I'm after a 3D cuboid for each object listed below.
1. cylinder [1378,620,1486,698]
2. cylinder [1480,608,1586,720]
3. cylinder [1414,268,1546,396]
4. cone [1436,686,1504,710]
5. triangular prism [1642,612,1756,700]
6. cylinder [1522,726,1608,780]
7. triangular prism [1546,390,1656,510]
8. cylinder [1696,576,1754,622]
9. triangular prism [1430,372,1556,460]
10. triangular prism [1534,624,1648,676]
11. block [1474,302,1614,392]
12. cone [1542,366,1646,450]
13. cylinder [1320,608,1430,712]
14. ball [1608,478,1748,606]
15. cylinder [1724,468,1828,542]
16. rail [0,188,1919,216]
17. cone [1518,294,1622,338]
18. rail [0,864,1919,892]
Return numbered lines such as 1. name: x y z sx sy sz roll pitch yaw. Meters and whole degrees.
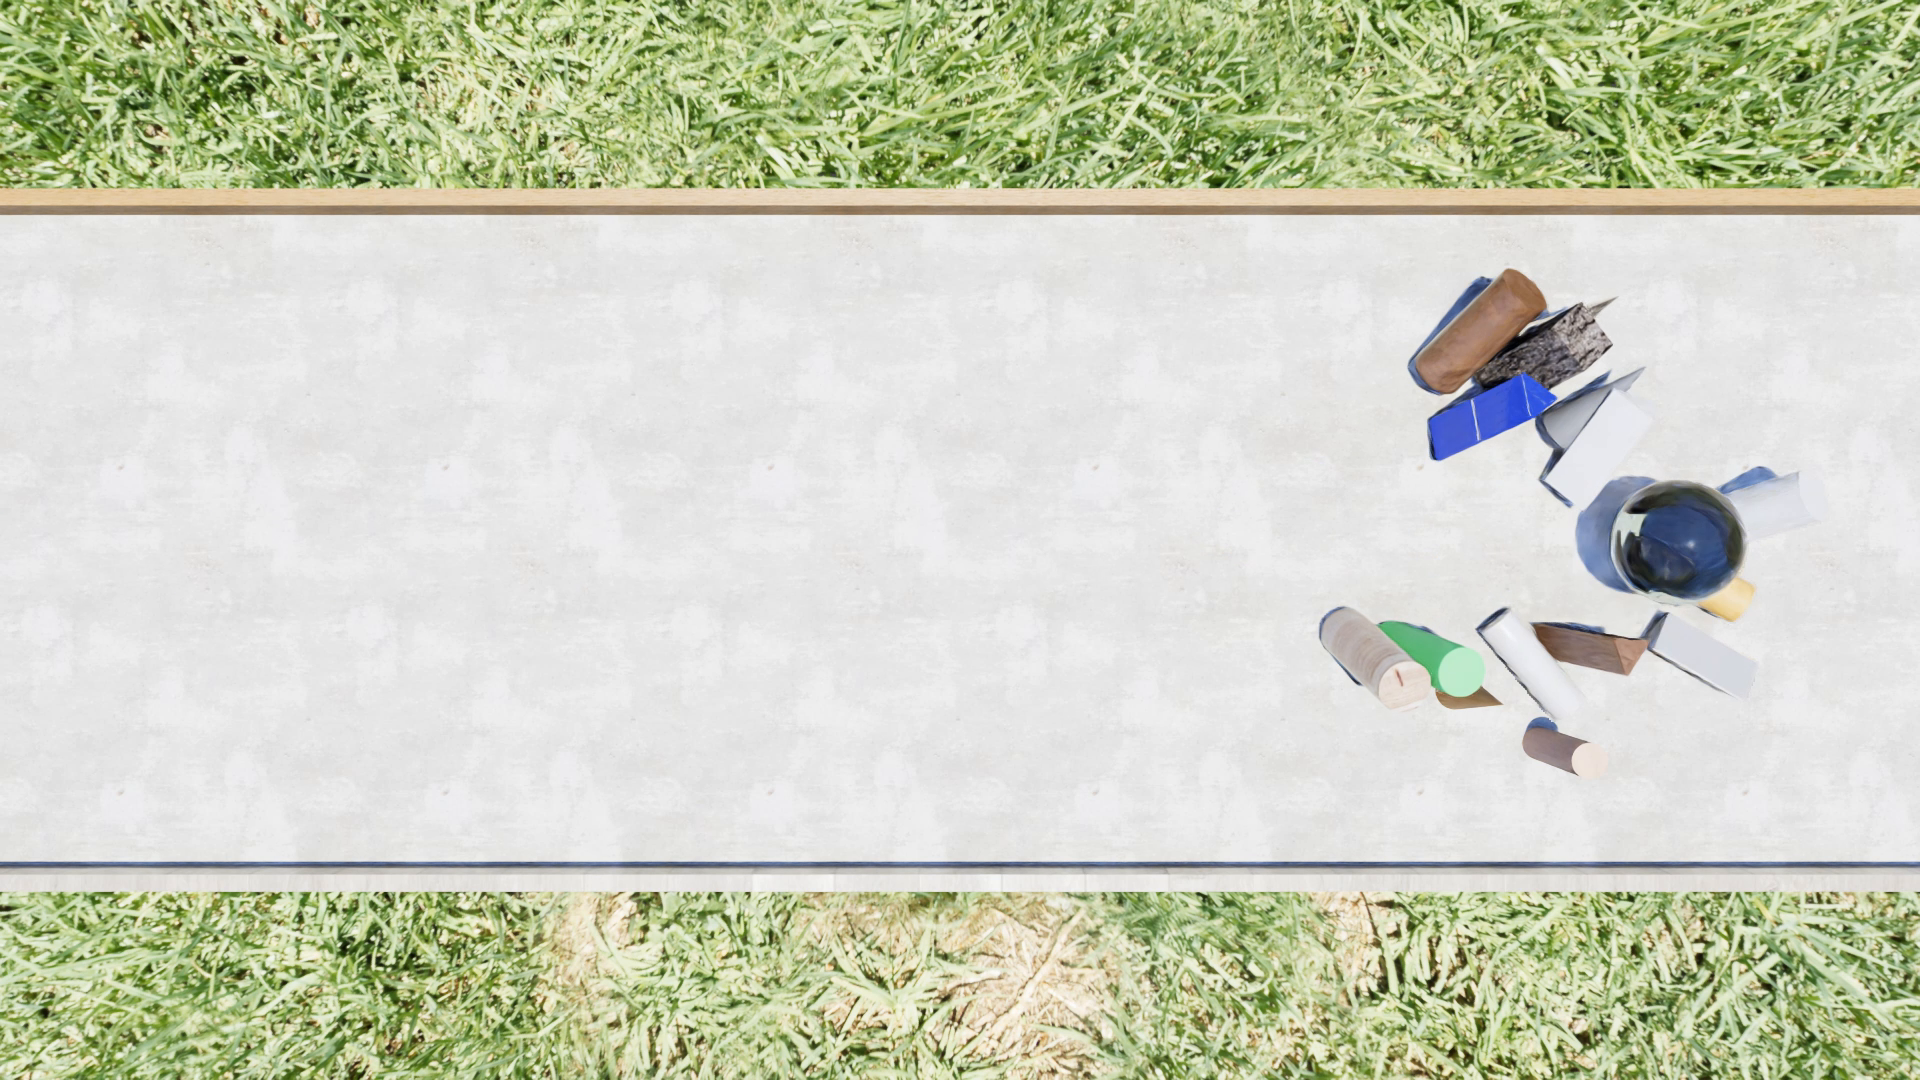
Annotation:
1. cylinder: 1.366 0.344 4.844 0.143 0.445 0.143 -1 97 -11
2. cylinder: 1.740 0.377 5.009 0.117 0.117 0.345 -40 87 0
3. cylinder: 1.538 -0.613 4.890 0.161 0.161 0.384 40 131 0
4. cone: 1.524 0.462 4.847 0.122 0.460 0.122 0 90 0
5. triangular prism: 2.228 0.373 4.979 0.306 0.121 0.140 31 127 3
6. cylinder: 1.781 0.625 4.870 0.103 0.413 0.103 0 90 0
7. triangular prism: 1.926 -0.258 4.905 0.149 0.129 0.346 11 126 -25
8. cylinder: 2.200 0.100 5.010 0.383 0.134 0.134 29 90 0
9. triangular prism: 1.554 -0.373 4.876 0.137 0.386 0.118 -32 90 -32
10. triangular prism: 1.877 0.302 4.893 0.103 0.358 0.118 -25 102 -15
11. block: 1.720 -0.535 4.885 0.157 0.350 0.157 -37 90 -29
12. cone: 1.917 -0.418 4.909 0.155 0.155 0.331 43 131 0
13. cylinder: 1.214 0.347 4.841 0.155 0.445 0.155 -3 108 -9
14. ball: 2.068 0.007 4.756 0.366 0.366 0.366 0 90 0
15. cylinder: 2.377 -0.087 4.902 0.158 0.325 0.158 14 65 -34
16. rail: -2.247 -1.025 5.002 12.000 0.150 0.050 0 90 0
17. cone: 1.817 -0.650 4.854 0.123 0.427 0.123 3 78 -13
18. rail: -2.247 1.025 5.001 12.000 0.150 0.050 0 90 0
